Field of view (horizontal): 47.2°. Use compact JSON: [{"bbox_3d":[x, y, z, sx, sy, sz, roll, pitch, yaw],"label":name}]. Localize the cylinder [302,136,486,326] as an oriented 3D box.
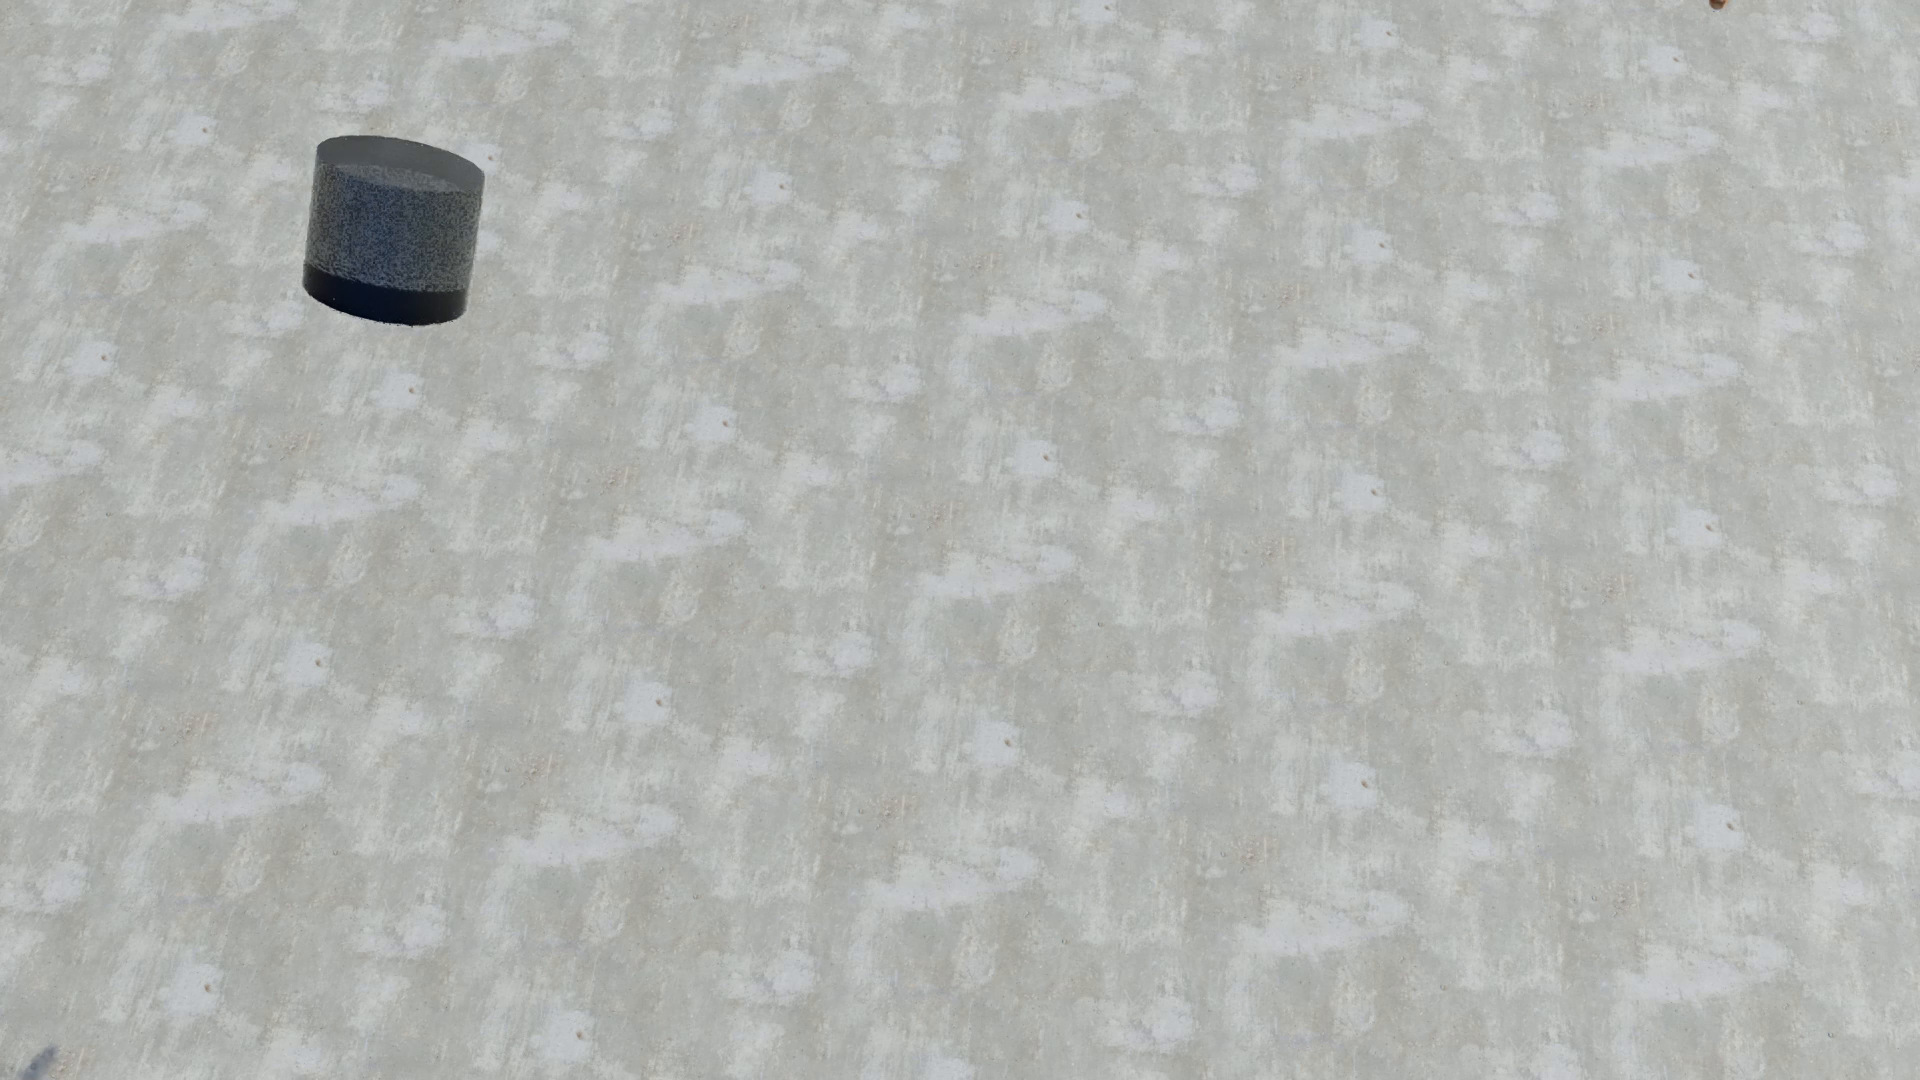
[{"bbox_3d":[-1.122,-0.616,4.353,0.320,0.271,0.343,-6,30,-38],"label":"cylinder"}]
